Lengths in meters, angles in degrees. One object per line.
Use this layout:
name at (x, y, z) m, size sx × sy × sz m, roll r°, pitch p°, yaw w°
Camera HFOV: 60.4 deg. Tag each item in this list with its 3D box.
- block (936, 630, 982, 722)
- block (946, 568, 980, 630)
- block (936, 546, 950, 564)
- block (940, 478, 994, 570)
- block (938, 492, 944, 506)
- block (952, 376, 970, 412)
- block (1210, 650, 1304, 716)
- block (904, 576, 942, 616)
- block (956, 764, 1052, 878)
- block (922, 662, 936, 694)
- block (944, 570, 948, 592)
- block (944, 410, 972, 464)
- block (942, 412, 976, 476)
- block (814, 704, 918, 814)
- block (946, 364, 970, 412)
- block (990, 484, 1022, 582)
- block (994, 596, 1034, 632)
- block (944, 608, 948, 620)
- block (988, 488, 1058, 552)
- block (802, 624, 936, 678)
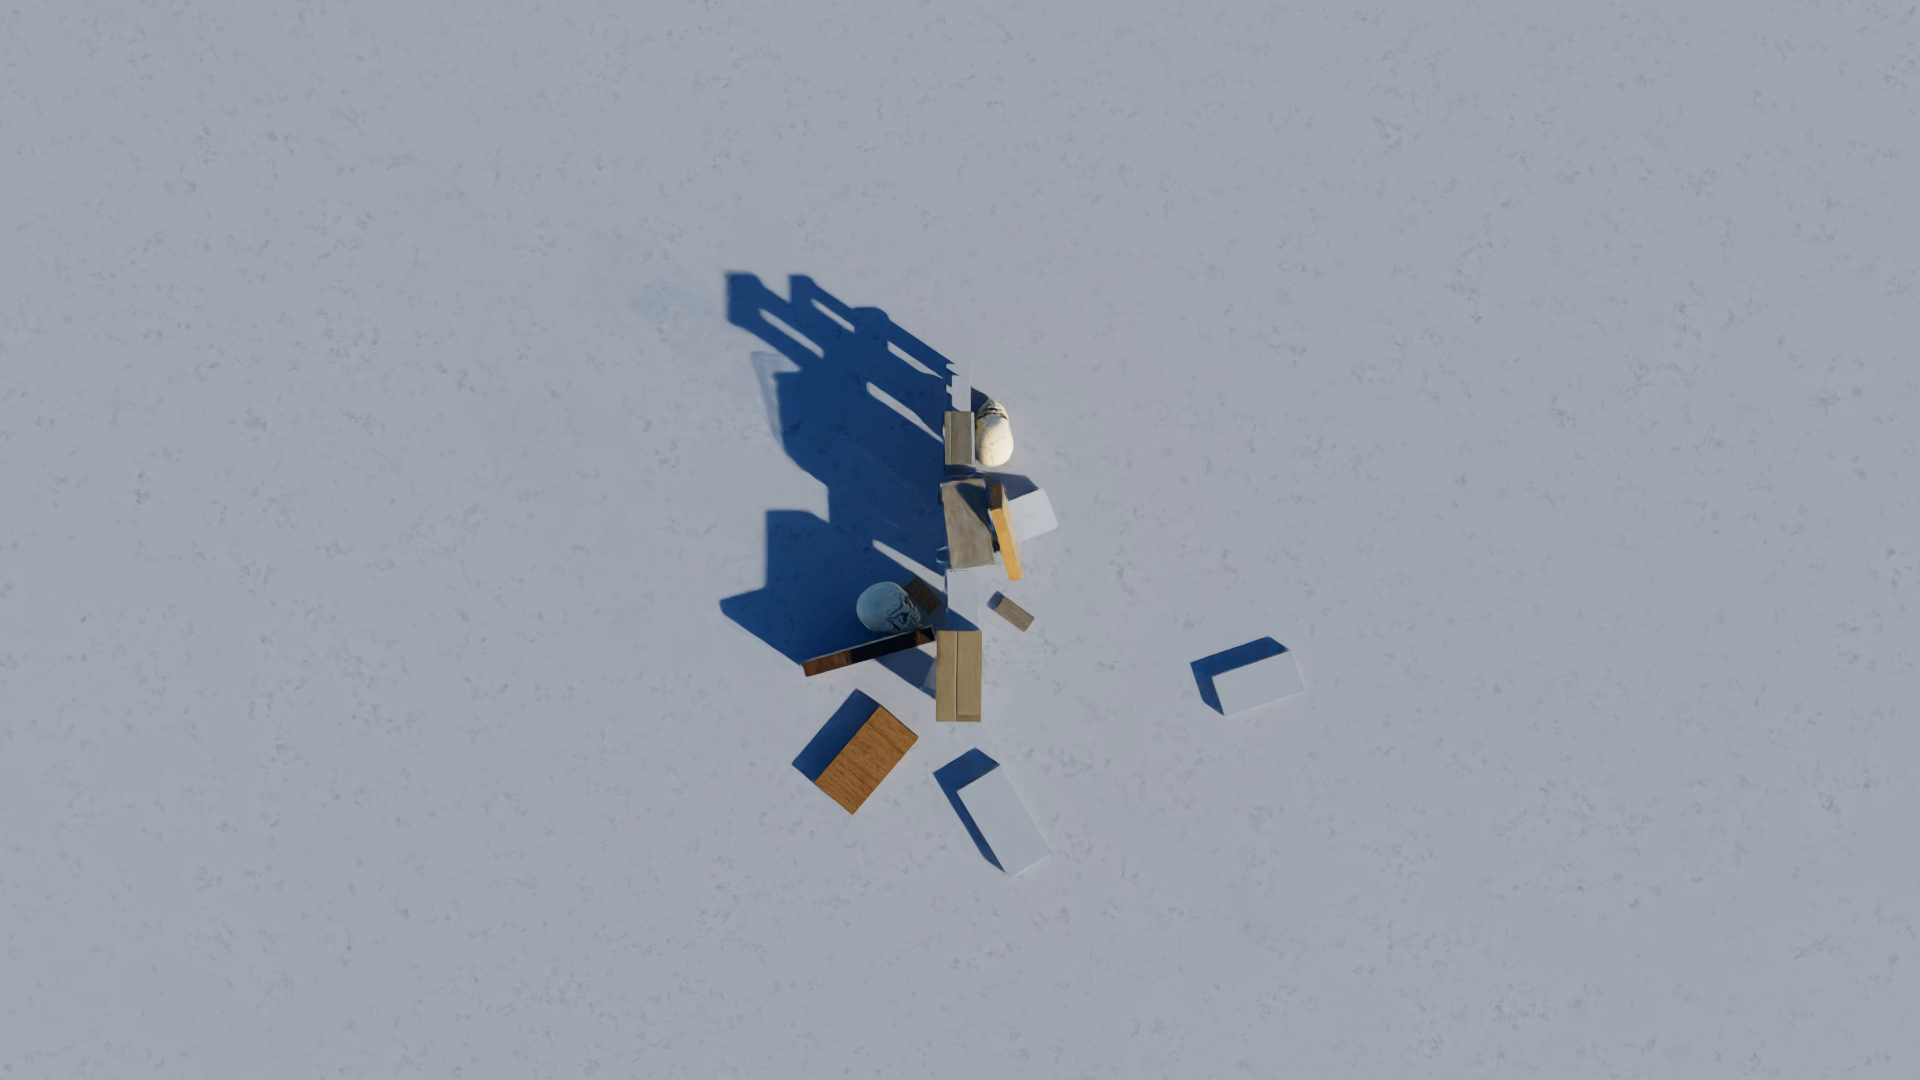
block at (-0.004, 0.428, 5.193) m, size 0.143 × 0.040 × 0.285 m, roll 1°, pitch 91°, yaw 0°
block at (0.010, 0.191, 5.287) m, size 0.099 × 0.028 × 0.198 m, roll -2°, pitch 91°, yaw 0°
block at (-0.008, 0.040, 5.362) m, size 0.138 × 0.275 × 0.039 m, roll -9°, pitch 92°, yaw 0°
block at (0.024, -0.051, 5.203) m, size 0.138 × 0.039 × 0.275 m, roll -7°, pitch 90°, yaw -2°
block at (-0.002, -0.142, 5.362) m, size 0.138 × 0.275 × 0.039 m, roll -9°, pitch 91°, yaw 0°
block at (0.003, -0.460, 5.198) m, size 0.058 × 0.016 × 0.116 m, roll 0°, pitch 90°, yaw 0°
block at (0.987, 0.475, 5.480) m, size 0.278 × 0.039 × 0.139 m, roll -19°, pitch 90°, yaw 0°
block at (-0.123, 0.185, 5.491) m, size 0.061 × 0.017 × 0.122 m, roll -44°, pitch 90°, yaw 0°
block at (0.147, 0.932, 5.476) m, size 0.167 × 0.047 × 0.335 m, roll -31°, pitch 90°, yaw 0°
block at (-0.077, 0.453, 5.396) m, size 0.061 × 0.211 × 0.017 m, roll 18°, pitch 109°, yaw 3°
block at (-0.001, 0.132, 5.400) m, size 0.099 × 0.198 × 0.028 m, roll 0°, pitch 101°, yaw 0°
block at (-0.005, -0.315, 5.094) m, size 0.082 × 0.023 × 0.164 m, roll -1°, pitch 90°, yaw 0°
block at (-0.004, -0.307, 5.284) m, size 0.101 × 0.029 × 0.202 m, roll -1°, pitch 90°, yaw 0°
block at (-0.310, 0.729, 5.476) m, size 0.167 × 0.047 × 0.335 m, roll 41°, pitch 90°, yaw 0°
block at (-0.005, -0.490, 5.333) m, size 0.078 × 0.022 × 0.156 m, roll 0°, pitch 90°, yaw 0°
block at (0.146, -0.022, 5.248) m, size 0.039 × 0.139 × 0.278 m, roll -11°, pitch 124°, yaw 8°
block at (0.182, 0.248, 5.491) m, size 0.122 × 0.017 × 0.061 m, roll 36°, pitch 90°, yaw 0°
block at (0.001, 0.252, 5.401) m, size 0.099 × 0.198 × 0.028 m, roll 12°, pitch 91°, yaw 0°
block at (0.176, -0.060, 5.429) m, size 0.278 × 0.039 × 0.139 m, roll -21°, pitch 90°, yaw -22°
block at (-0.296, 0.363, 5.416) m, size 0.434 × 0.167 × 0.047 m, roll -16°, pitch 90°, yaw 0°
